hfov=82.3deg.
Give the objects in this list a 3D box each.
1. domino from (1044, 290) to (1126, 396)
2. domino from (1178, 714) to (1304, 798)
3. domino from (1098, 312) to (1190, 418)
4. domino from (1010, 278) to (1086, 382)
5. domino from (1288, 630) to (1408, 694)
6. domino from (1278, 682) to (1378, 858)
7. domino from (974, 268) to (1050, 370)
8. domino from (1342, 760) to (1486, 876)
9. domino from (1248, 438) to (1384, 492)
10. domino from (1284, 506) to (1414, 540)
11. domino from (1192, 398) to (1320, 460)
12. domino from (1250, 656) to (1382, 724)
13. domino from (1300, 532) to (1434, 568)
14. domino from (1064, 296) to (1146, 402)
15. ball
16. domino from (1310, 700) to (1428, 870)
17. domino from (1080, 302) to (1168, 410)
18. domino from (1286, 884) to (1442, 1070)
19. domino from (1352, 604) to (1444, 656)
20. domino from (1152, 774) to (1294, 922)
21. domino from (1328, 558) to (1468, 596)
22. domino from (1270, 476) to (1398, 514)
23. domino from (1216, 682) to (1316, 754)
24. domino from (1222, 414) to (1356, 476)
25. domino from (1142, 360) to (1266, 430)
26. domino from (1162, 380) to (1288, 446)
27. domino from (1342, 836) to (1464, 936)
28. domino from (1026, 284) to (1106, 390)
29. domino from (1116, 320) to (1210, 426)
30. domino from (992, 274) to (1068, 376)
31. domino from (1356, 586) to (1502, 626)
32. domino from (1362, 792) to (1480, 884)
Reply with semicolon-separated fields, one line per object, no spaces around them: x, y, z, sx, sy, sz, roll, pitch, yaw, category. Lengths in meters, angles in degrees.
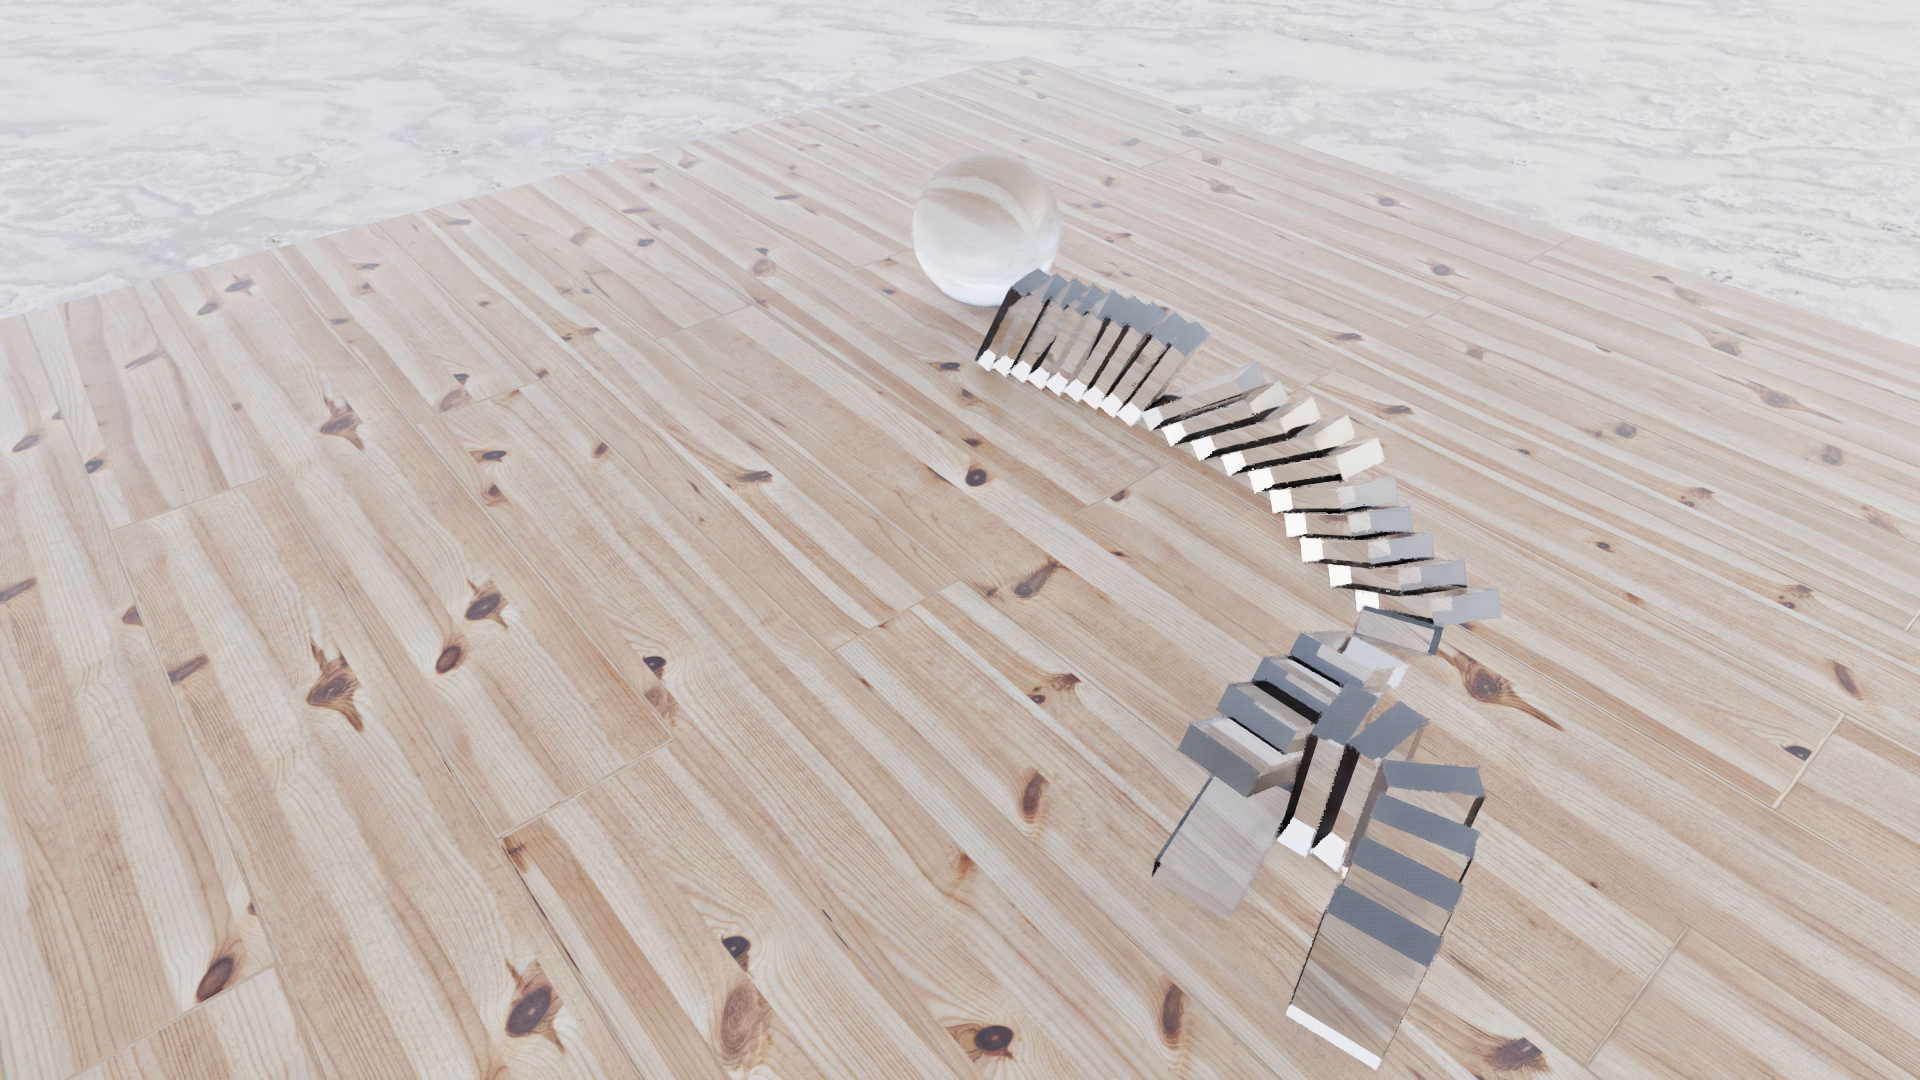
0.060;-0.094;0.526;0.009;0.050;0.025;40;50;9;domino
0.092;0.065;0.345;0.025;0.010;0.050;34;21;34;domino
0.085;-0.081;0.511;0.010;0.050;0.025;42;50;7;domino
0.043;-0.102;0.536;0.010;0.050;0.025;40;50;9;domino
0.132;0.041;0.372;0.025;0.009;0.050;31;14;32;domino
0.109;0.069;0.327;0.009;0.050;0.025;27;47;29;domino
0.026;-0.109;0.545;0.010;0.050;0.025;40;50;9;domino
0.127;0.083;0.310;0.025;0.050;0.009;4;40;5;domino
0.148;-0.031;0.458;0.025;0.009;0.050;-22;6;-26;domino
0.151;-0.007;0.430;0.025;0.010;0.050;-8;3;-10;domino
0.128;-0.048;0.480;0.025;0.010;0.050;-31;11;-33;domino
0.119;0.049;0.364;0.025;0.009;0.050;34;17;34;domino
0.153;0.003;0.417;0.025;0.010;0.050;-8;3;-10;domino
0.069;-0.090;0.522;0.009;0.050;0.025;40;50;9;domino
0.014;-0.166;0.590;0.080;0.080;0.080;0;39;0;ball
0.119;0.073;0.323;0.025;0.050;0.009;-27;47;-29;domino
0.077;-0.086;0.517;0.010;0.050;0.025;40;50;9;domino
0.100;0.110;0.277;0.025;0.050;0.009;25;46;27;domino
0.150;0.032;0.380;0.025;0.009;0.050;17;-1;19;domino
0.082;0.089;0.335;0.025;0.010;0.050;24;45;26;domino
0.160;0.013;0.406;0.025;0.009;0.050;-7;3;-9;domino
0.150;-0.018;0.443;0.025;0.009;0.050;-12;4;-14;domino
0.106;0.056;0.355;0.025;0.010;0.050;34;17;35;domino
0.139;-0.040;0.469;0.025;0.009;0.050;-28;9;-32;domino
0.110;-0.065;0.498;0.050;0.010;0.025;-16;15;44;domino
0.117;-0.056;0.489;0.025;0.010;0.050;-35;13;-35;domino
0.110;0.102;0.287;0.025;0.050;0.010;24;45;26;domino
0.052;-0.098;0.531;0.010;0.050;0.025;40;50;9;domino
0.093;-0.076;0.505;0.010;0.050;0.025;43;51;8;domino
0.035;-0.105;0.540;0.009;0.050;0.025;40;50;9;domino
0.166;0.022;0.394;0.025;0.009;0.050;-7;3;-9;domino
0.120;0.093;0.299;0.025;0.050;0.009;20;43;22;domino
